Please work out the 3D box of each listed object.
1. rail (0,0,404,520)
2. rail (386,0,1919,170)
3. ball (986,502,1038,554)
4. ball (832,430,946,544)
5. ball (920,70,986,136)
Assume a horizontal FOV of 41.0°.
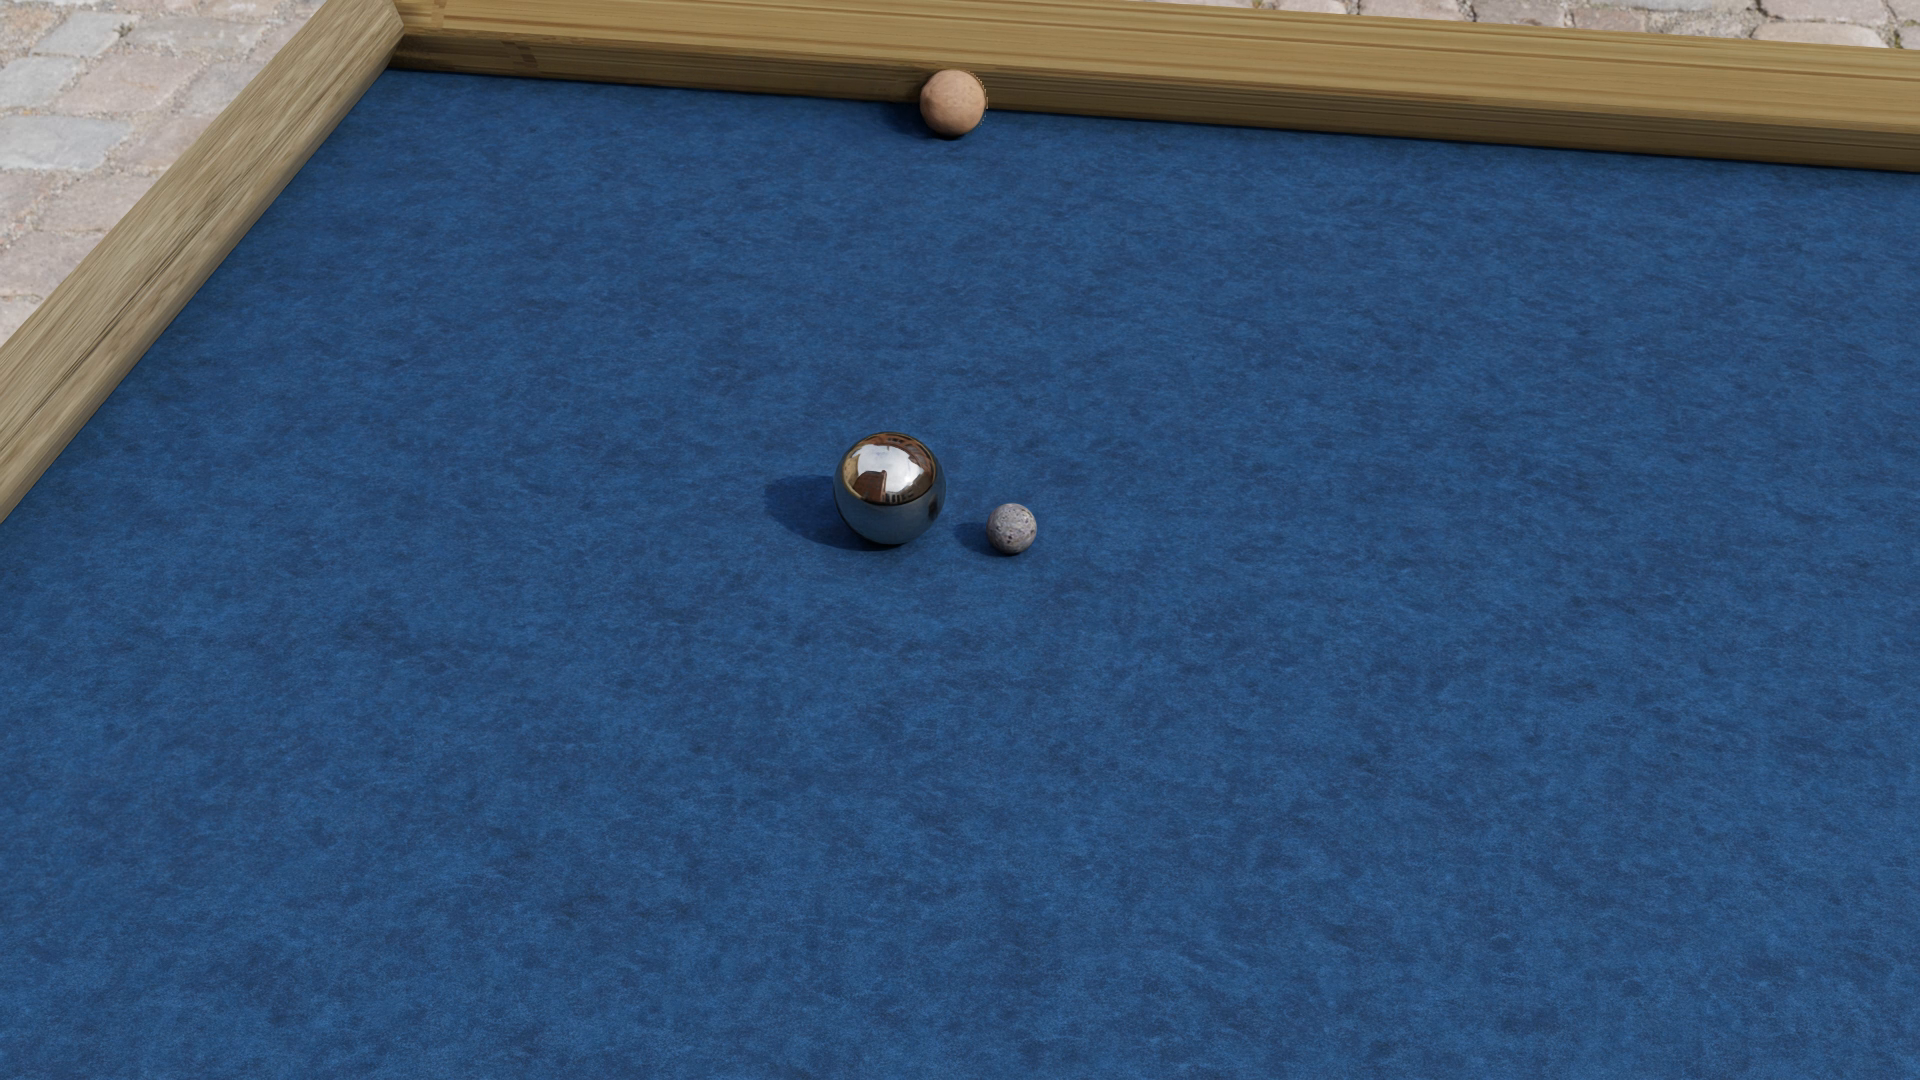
[{"bbox_3d":[-0.744,-0.090,2.063,0.045,0.128,1.731,5,35,8],"label":"rail"},{"bbox_3d":[0.902,-0.420,2.547,3.109,0.128,0.045,5,35,8],"label":"rail"},{"bbox_3d":[0.041,-0.009,2.024,0.040,0.040,0.040,0,34,0],"label":"ball"},{"bbox_3d":[-0.056,-0.041,2.026,0.090,0.090,0.090,0,34,0],"label":"ball"},{"bbox_3d":[-0.008,-0.451,2.648,0.068,0.068,0.068,0,34,0],"label":"ball"}]
